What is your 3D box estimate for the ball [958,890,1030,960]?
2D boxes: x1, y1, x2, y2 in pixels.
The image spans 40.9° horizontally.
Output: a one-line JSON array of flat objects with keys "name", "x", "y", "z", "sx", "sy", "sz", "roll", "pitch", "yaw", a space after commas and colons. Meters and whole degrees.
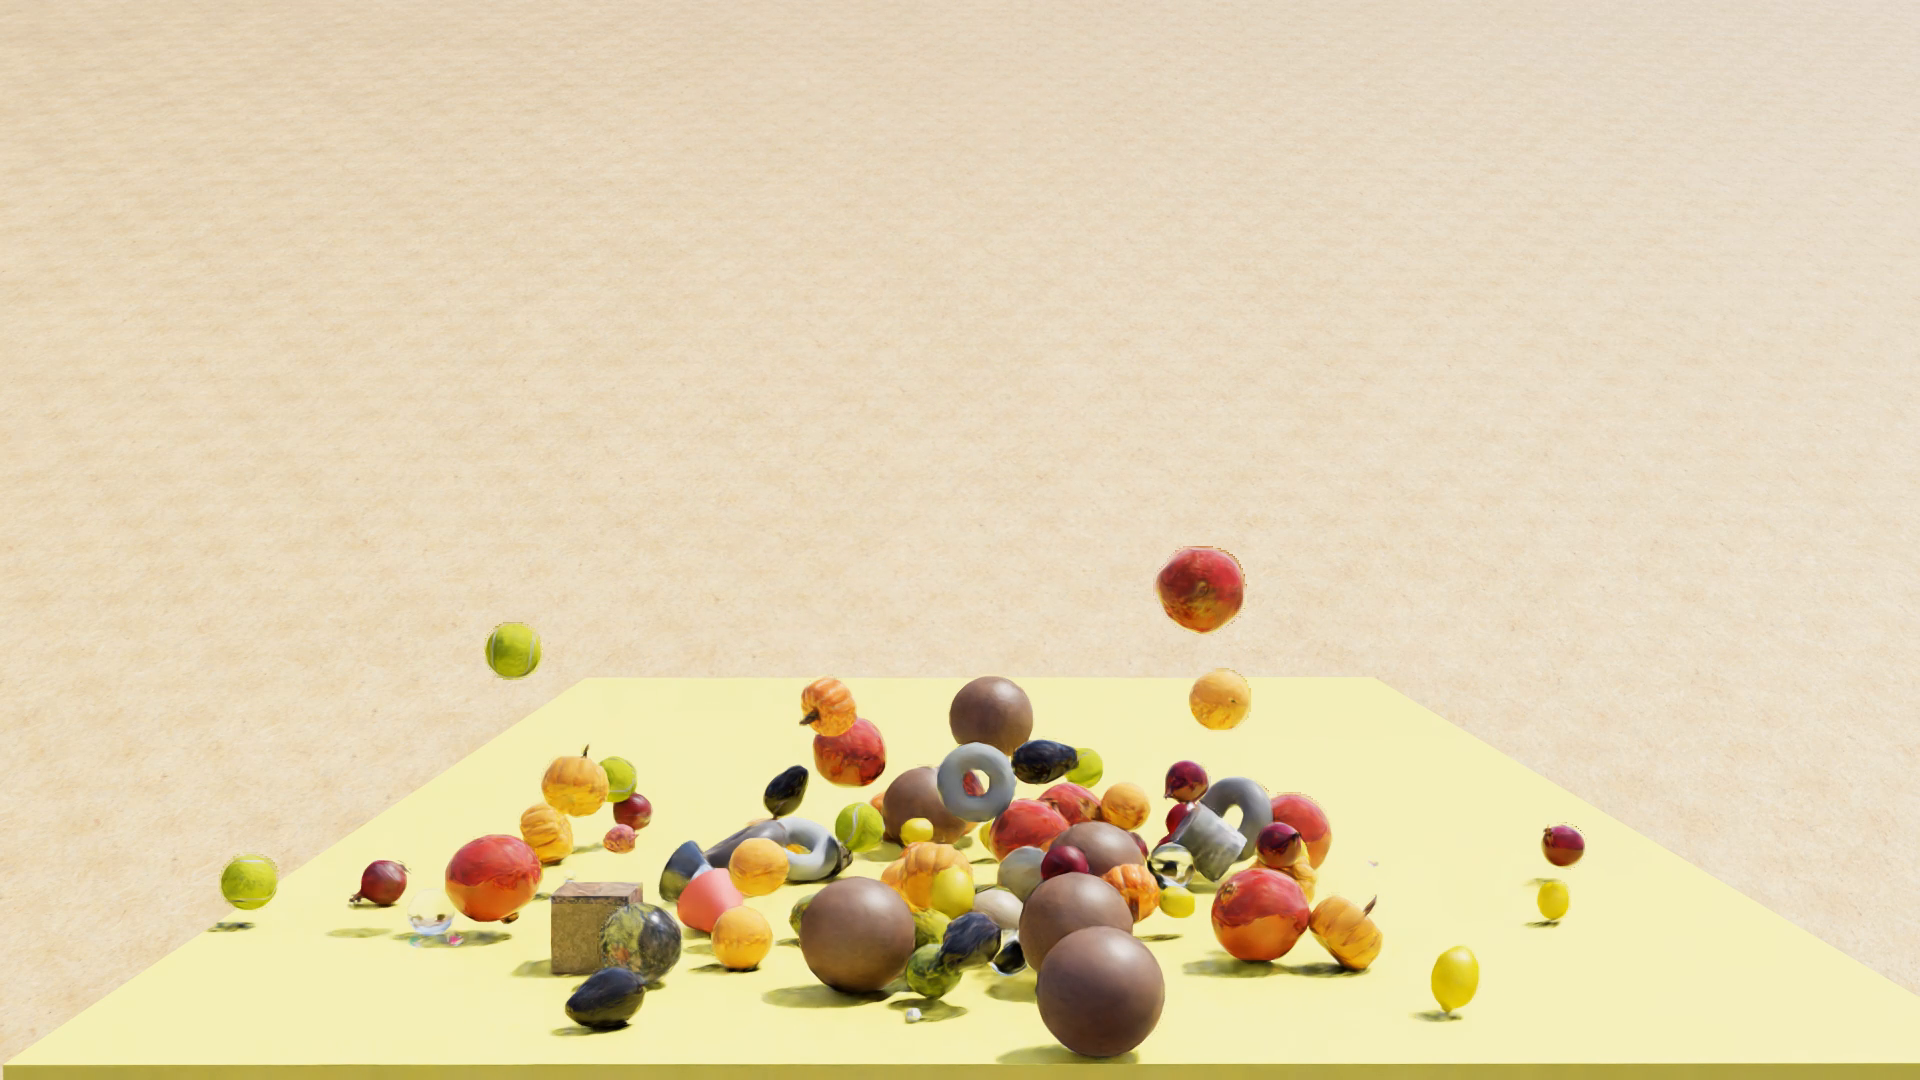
[{"name": "ball", "x": 0.041, "y": 0.454, "z": 3.032, "sx": 0.084, "sy": 0.084, "sz": 0.084, "roll": 0, "pitch": 23, "yaw": 0}]

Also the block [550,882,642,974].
[{"name": "block", "x": -0.424, "y": 0.452, "z": 3.005, "sx": 0.091, "sy": 0.091, "sz": 0.091, "roll": 0, "pitch": 2, "yaw": 3}]

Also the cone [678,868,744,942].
[{"name": "cone", "x": -0.289, "y": 0.470, "z": 3.177, "sx": 0.091, "sy": 0.091, "sz": 0.091, "roll": -12, "pitch": 35, "yaw": -27}]

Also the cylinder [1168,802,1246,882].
[{"name": "cylinder", "x": 0.337, "y": 0.414, "z": 3.520, "sx": 0.077, "sy": 0.077, "sz": 0.077, "roll": 38, "pitch": 27, "yaw": -2}]

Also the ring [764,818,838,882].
[{"name": "ring", "x": -0.226, "y": 0.432, "z": 3.591, "sx": 0.115, "sy": 0.038, "sz": 0.115, "roll": 11, "pitch": 34, "yaw": -7}]

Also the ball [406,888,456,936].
[{"name": "ball", "x": -0.654, "y": 0.461, "z": 3.185, "sx": 0.059, "sy": 0.059, "sz": 0.059, "roll": 0, "pitch": 23, "yaw": 0}]

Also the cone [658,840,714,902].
[{"name": "cone", "x": -0.335, "y": 0.454, "z": 3.394, "sx": 0.088, "sy": 0.088, "sz": 0.088, "roll": 23, "pitch": 31, "yaw": 24}]

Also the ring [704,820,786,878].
[{"name": "ring", "x": -0.302, "y": 0.429, "z": 3.499, "sx": 0.148, "sy": 0.049, "sz": 0.148, "roll": -29, "pitch": 1, "yaw": 0}]

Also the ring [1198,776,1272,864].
[{"name": "ring", "x": 0.382, "y": 0.392, "z": 3.606, "sx": 0.042, "sy": 0.126, "sz": 0.126, "roll": 25, "pitch": 1, "yaw": -44}]

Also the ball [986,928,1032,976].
[{"name": "ball", "x": 0.056, "y": 0.473, "z": 2.950, "sx": 0.053, "sy": 0.053, "sz": 0.053, "roll": 0, "pitch": 23, "yaw": 0}]

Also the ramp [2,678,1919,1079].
[{"name": "ramp", "x": 0.053, "y": 0.483, "z": 4.539, "sx": 2.000, "sy": 0.100, "sz": 4.000, "roll": 0, "pitch": 2, "yaw": 0}]

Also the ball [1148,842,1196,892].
[{"name": "ball", "x": 0.285, "y": 0.441, "z": 3.473, "sx": 0.065, "sy": 0.065, "sz": 0.065, "roll": 0, "pitch": 23, "yaw": 0}]

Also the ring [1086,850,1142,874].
[{"name": "ring", "x": 0.218, "y": 0.457, "z": 3.650, "sx": 0.078, "sy": 0.026, "sz": 0.078, "roll": 3, "pitch": 1, "yaw": 0}]

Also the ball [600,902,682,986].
[{"name": "ball", "x": -0.359, "y": 0.455, "z": 2.899, "sx": 0.093, "sy": 0.093, "sz": 0.093, "roll": 0, "pitch": 23, "yaw": 0}]

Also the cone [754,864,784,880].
[{"name": "cone", "x": -0.267, "y": 0.453, "z": 3.615, "sx": 0.083, "sy": 0.083, "sz": 0.083, "roll": -14, "pitch": 36, "yaw": -30}]

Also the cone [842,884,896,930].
[{"name": "cone", "x": -0.123, "y": 0.473, "z": 3.225, "sx": 0.063, "sy": 0.063, "sz": 0.063, "roll": -30, "pitch": 35, "yaw": -24}]

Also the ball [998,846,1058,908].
[{"name": "ball", "x": 0.089, "y": 0.442, "z": 3.365, "sx": 0.081, "sy": 0.081, "sz": 0.081, "roll": 0, "pitch": 23, "yaw": 0}]
